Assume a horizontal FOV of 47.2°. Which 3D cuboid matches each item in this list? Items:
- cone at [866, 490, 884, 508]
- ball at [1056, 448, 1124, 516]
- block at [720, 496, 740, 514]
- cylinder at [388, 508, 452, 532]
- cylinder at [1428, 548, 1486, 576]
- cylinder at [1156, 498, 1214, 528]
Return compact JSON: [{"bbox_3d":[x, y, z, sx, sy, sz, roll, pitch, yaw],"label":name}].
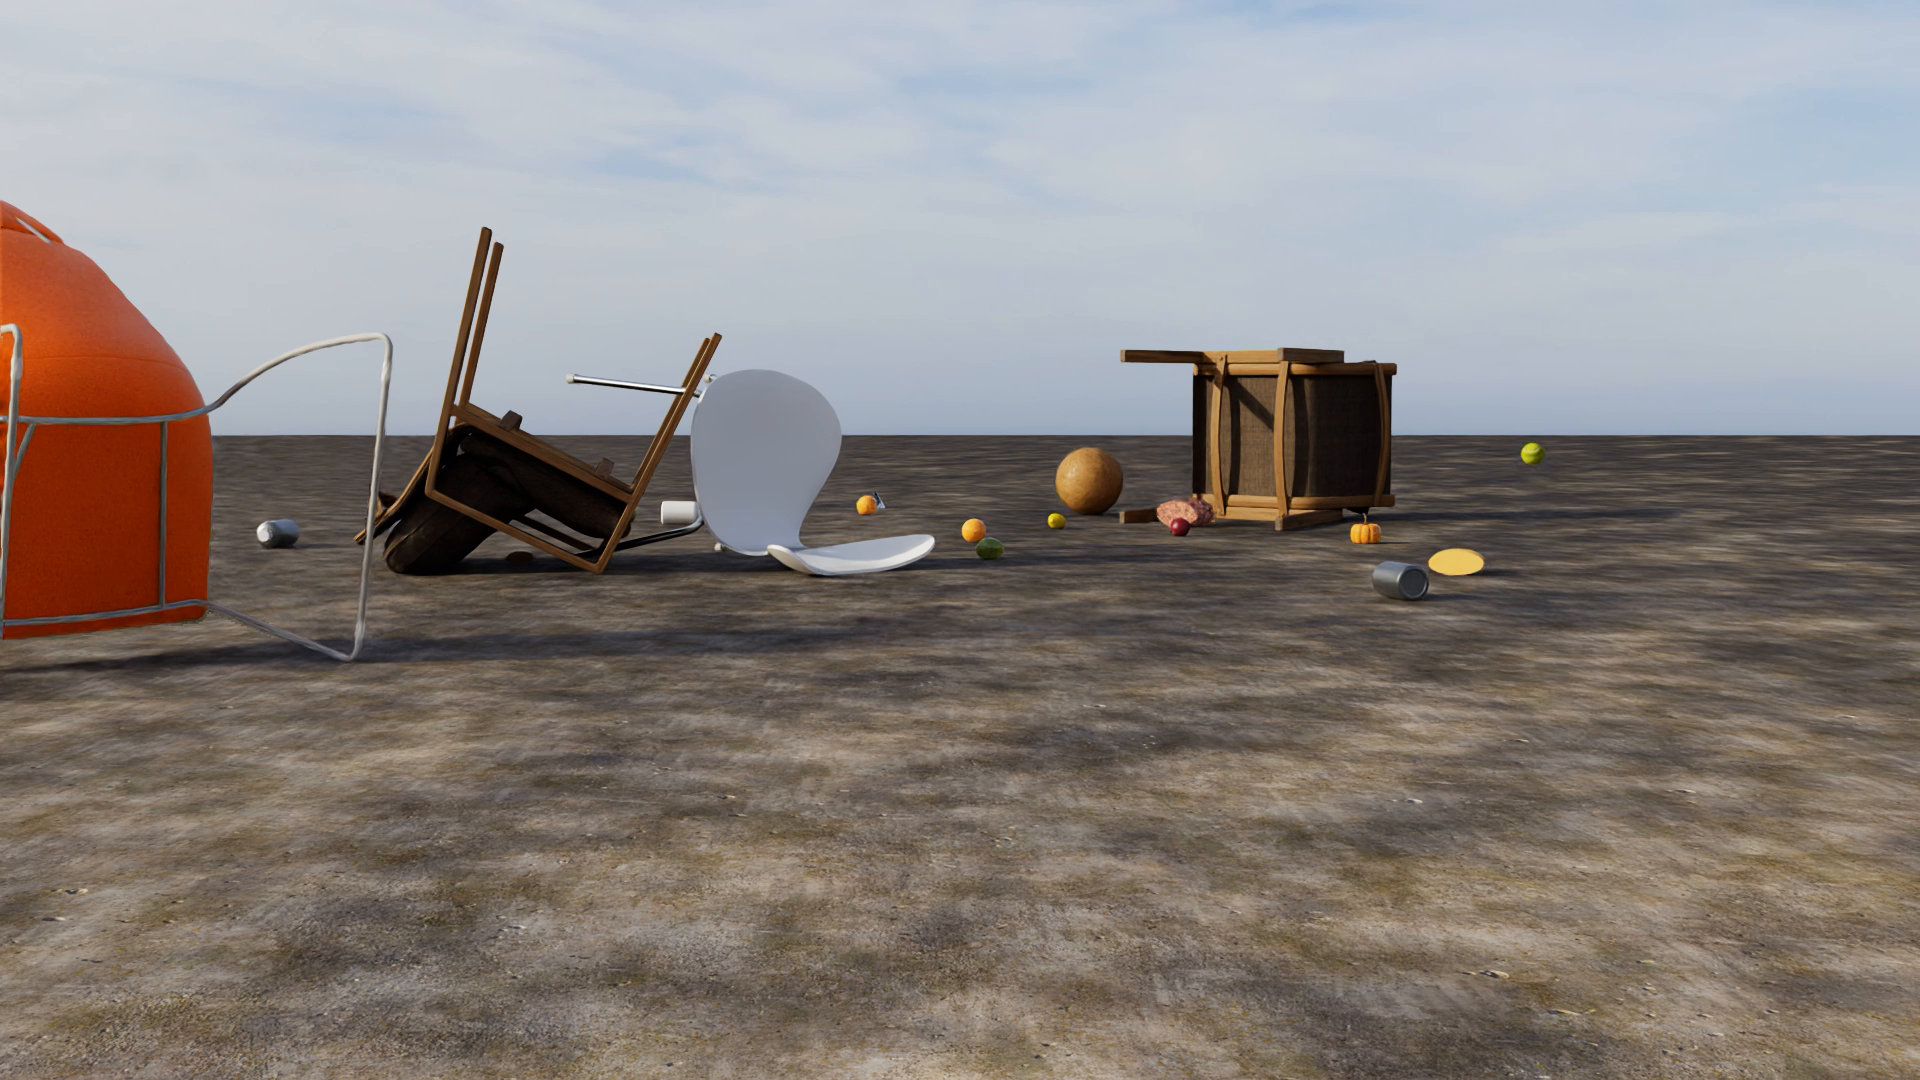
[{"bbox_3d":[-0.320,-0.154,8.305,0.073,0.067,0.096,1,4,19],"label":"cone"},{"bbox_3d":[0.461,-0.209,7.824,0.242,0.242,0.242,0,4,0],"label":"ball"},{"bbox_3d":[-0.831,-0.125,7.952,0.055,0.058,0.097,-1,4,-13],"label":"block"},{"bbox_3d":[-1.706,-0.064,6.947,0.176,0.072,0.192,-2,6,-21],"label":"cylinder"},{"bbox_3d":[1.208,0.053,5.347,0.130,0.058,0.092,0,4,16],"label":"cylinder"},{"bbox_3d":[0.738,-0.089,7.188,0.138,0.088,0.163,7,7,27],"label":"cylinder"}]
